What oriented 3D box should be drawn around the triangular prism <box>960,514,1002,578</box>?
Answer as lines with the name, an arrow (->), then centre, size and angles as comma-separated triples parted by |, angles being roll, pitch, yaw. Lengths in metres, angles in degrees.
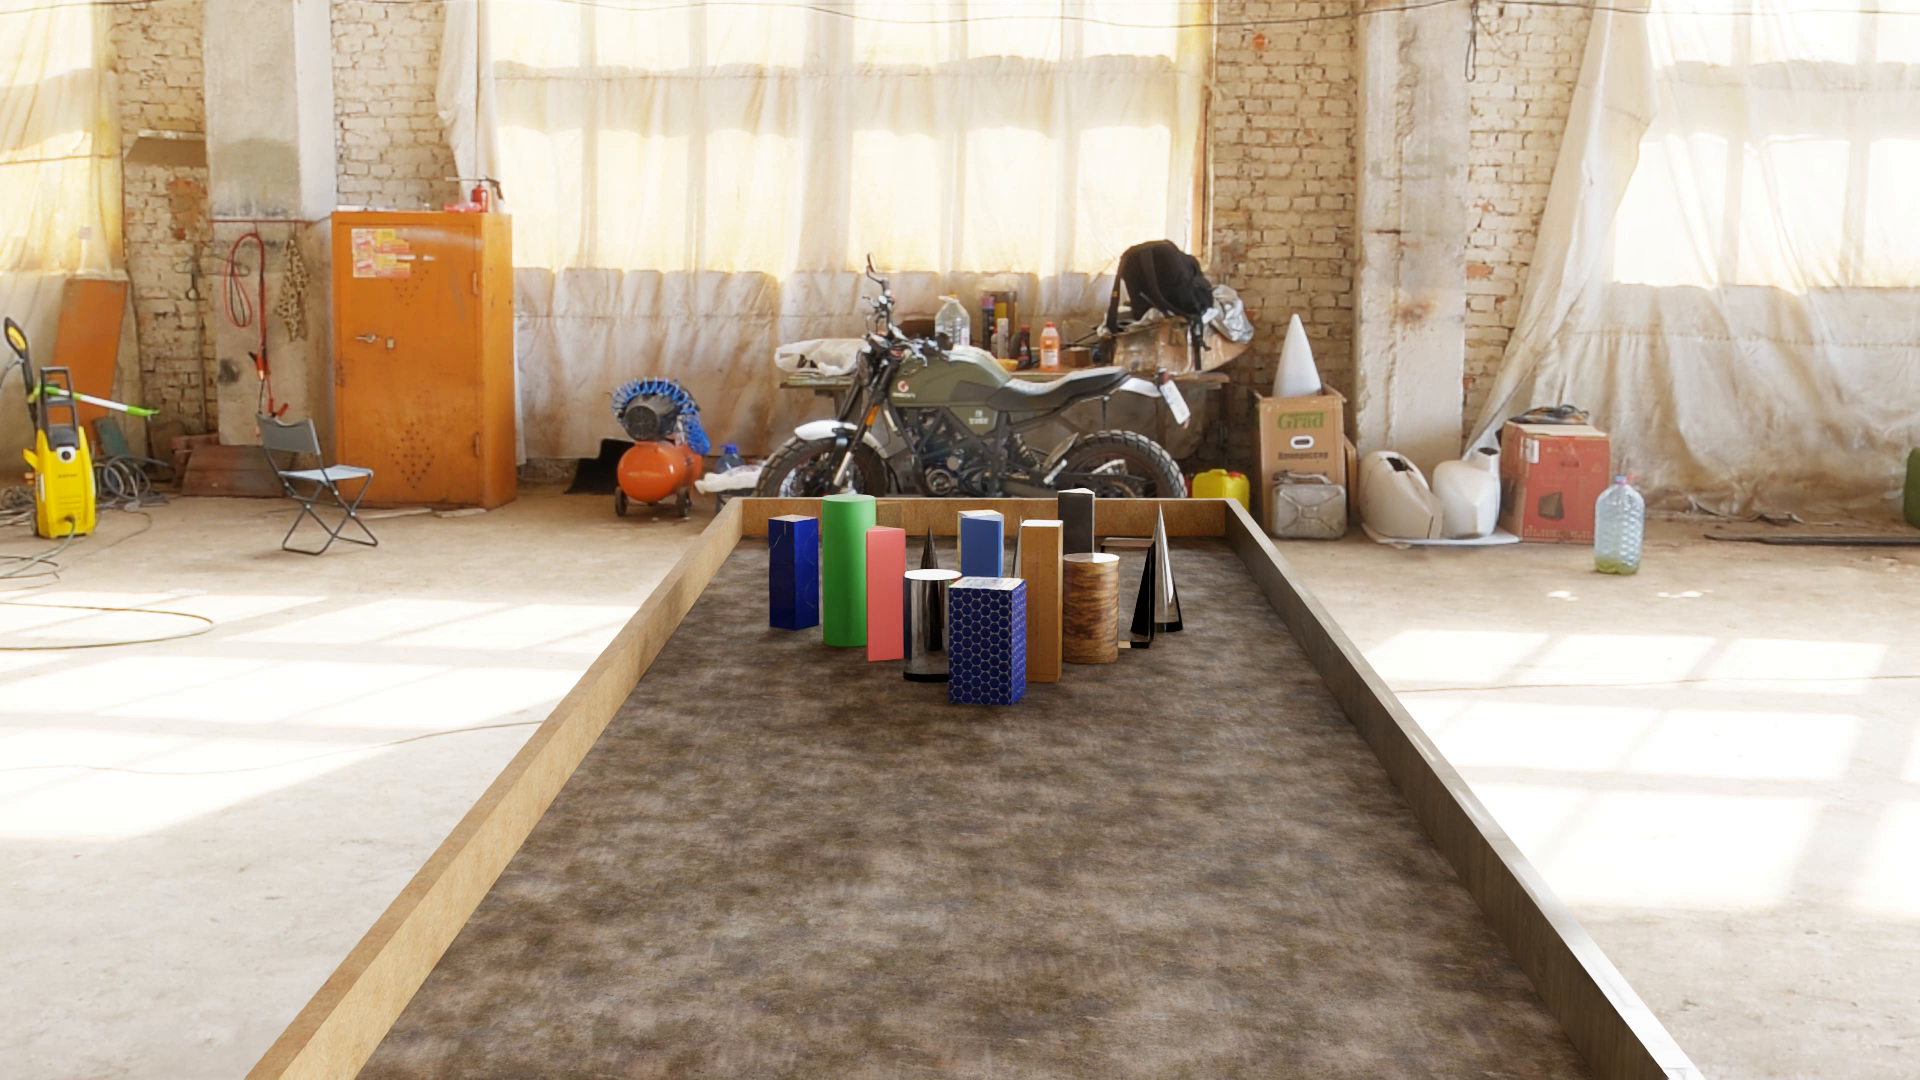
triangular prism -> 0.094, 0.145, 6.700 | 0.139, 0.437, 0.120 | 6, 11, 33

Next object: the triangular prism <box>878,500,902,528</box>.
triangular prism -> -0.249, 0.077, 7.227 | 0.088, 0.406, 0.077 | -5, 11, -31

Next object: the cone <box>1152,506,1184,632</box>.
cone -> 0.649, 0.082, 7.167 | 0.166, 0.415, 0.166 | 0, 9, 0

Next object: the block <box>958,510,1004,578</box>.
block -> 0.067, 0.099, 7.183 | 0.119, 0.377, 0.119 | -3, 9, -18

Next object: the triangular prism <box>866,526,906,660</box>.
triangular prism -> -0.244, 0.160, 6.728 | 0.124, 0.398, 0.107 | -4, 10, -22

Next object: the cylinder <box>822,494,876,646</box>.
cylinder -> -0.350, 0.094, 6.948 | 0.168, 0.459, 0.168 | 0, 9, 0

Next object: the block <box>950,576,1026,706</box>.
block -> 0.079, 0.282, 6.187 | 0.179, 0.327, 0.179 | 2, 9, 14

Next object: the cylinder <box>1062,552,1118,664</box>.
cylinder -> 0.394, 0.208, 6.695 | 0.176, 0.313, 0.176 | 0, 9, 0

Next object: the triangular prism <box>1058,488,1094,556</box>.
triangular prism -> 0.390, 0.062, 7.176 | 0.121, 0.452, 0.104 | 3, 9, 18

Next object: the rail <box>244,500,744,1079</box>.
rail -> -1.004, 0.839, 3.234 | 0.050, 0.150, 12.000 | 0, 9, 1

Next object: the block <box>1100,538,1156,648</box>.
block -> 0.528, 0.166, 6.932 | 0.155, 0.323, 0.155 | 2, 9, 12

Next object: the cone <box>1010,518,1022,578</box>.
cone -> 0.190, 0.122, 6.936 | 0.126, 0.407, 0.126 | 0, 9, 0

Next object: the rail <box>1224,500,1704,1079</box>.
rail -> 1.046, 0.843, 3.208 | 0.050, 0.150, 12.000 | 0, 9, 1

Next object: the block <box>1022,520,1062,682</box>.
block -> 0.239, 0.177, 6.426 | 0.108, 0.458, 0.108 | 1, 9, 9

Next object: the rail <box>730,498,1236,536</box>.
rail -> 0.099, -0.098, 9.147 | 2.100, 0.150, 0.050 | 0, 9, 1

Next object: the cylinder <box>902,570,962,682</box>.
cylinder -> -0.081, 0.251, 6.452 | 0.174, 0.304, 0.174 | 0, 9, 0

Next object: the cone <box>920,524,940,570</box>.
cone -> -0.096, 0.134, 6.934 | 0.155, 0.384, 0.155 | 0, 9, 0

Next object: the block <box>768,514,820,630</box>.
block -> -0.544, 0.105, 7.203 | 0.115, 0.358, 0.115 | 7, 12, 38
